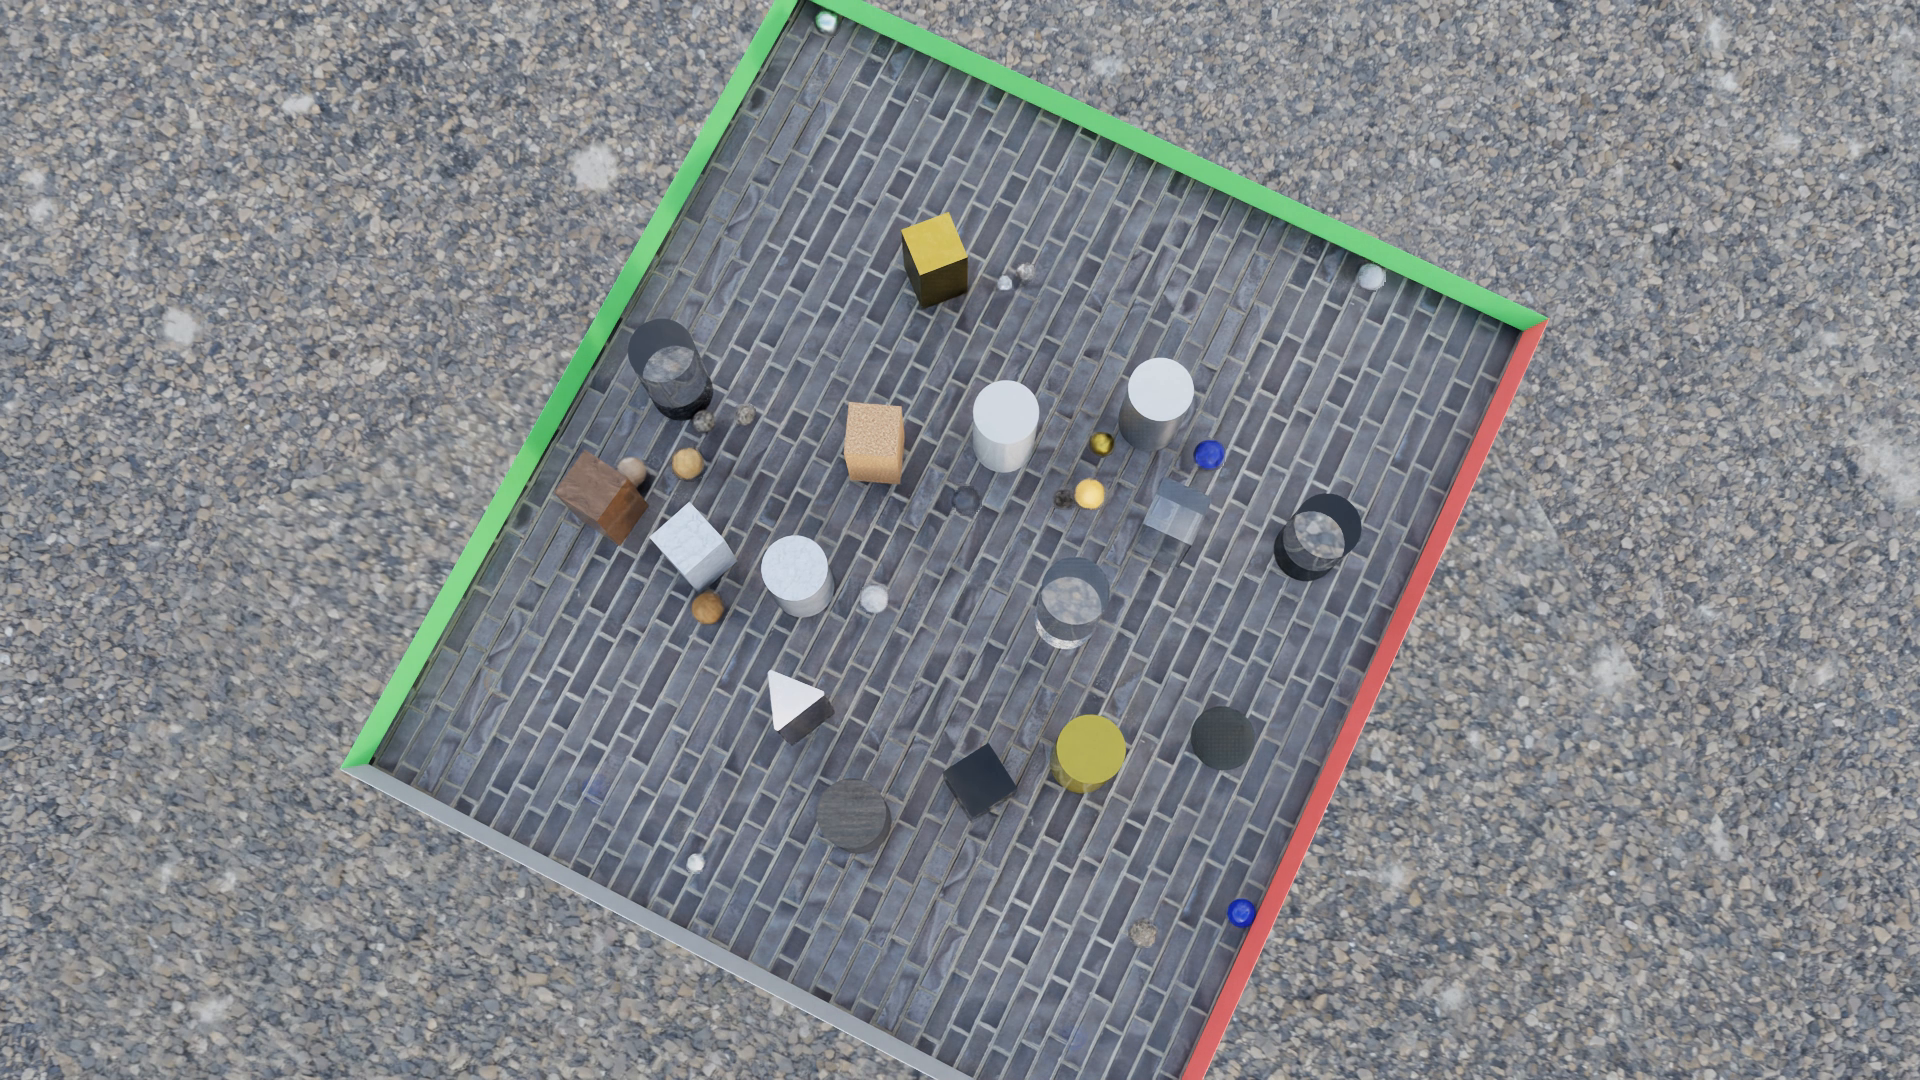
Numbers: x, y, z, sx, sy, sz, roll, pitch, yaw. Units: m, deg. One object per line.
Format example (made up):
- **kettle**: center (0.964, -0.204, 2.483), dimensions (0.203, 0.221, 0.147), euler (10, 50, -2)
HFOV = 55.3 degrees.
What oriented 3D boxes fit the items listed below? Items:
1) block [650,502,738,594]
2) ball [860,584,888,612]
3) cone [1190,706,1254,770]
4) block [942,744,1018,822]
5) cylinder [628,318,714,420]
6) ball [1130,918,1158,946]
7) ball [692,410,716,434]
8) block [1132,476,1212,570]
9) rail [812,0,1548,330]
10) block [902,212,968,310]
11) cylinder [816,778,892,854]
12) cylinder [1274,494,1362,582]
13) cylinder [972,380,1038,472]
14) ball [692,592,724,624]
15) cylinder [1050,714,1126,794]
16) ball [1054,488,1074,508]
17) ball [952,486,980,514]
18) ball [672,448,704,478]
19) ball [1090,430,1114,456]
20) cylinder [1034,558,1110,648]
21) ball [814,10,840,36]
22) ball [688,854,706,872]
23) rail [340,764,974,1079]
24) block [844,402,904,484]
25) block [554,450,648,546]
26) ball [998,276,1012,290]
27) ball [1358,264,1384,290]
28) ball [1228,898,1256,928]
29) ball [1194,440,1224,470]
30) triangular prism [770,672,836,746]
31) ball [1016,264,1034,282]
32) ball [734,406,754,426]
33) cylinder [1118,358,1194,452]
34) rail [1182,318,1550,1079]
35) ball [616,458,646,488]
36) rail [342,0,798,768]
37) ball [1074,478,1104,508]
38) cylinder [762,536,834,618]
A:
- **block**: center (-0.789, 0.028, 5.448), dimensions (0.154, 0.318, 0.154), euler (-42, 81, -8)
- **ball**: center (-0.258, 0.178, 5.537), dimensions (0.084, 0.084, 0.084), euler (0, 78, 0)
- **cone**: center (0.788, 0.554, 5.298), dimensions (0.192, 0.399, 0.192), euler (0, 78, 0)
- **block**: center (0.057, 0.708, 5.318), dimensions (0.154, 0.297, 0.154), euler (-32, 80, -6)
- **cylinder**: center (-0.865, -0.507, 5.508), dimensions (0.192, 0.417, 0.192), euler (0, 78, 0)
- **ball**: center (0.536, 1.143, 5.338), dimensions (0.081, 0.081, 0.081), euler (0, 78, 0)
- **ball**: center (-0.789, -0.366, 5.656), dimensions (0.072, 0.072, 0.072), euler (0, 78, 0)
- **block**: center (0.625, -0.047, 5.437), dimensions (0.154, 0.370, 0.154), euler (25, 79, 5)
- **rail**: center (0.628, -1.223, 5.805), dimensions (2.625, 0.125, 0.045), euler (26, 80, 5)
- **block**: center (-0.077, -0.854, 5.632), dimensions (0.154, 0.316, 0.154), euler (-21, 79, -4)
- **cylinder**: center (-0.300, 0.794, 5.248), dimensions (0.192, 0.400, 0.192), euler (0, 78, 0)
- **cylinder**: center (1.056, -0.004, 5.434), dimensions (0.192, 0.359, 0.192), euler (0, 78, 0)
- **cylinder**: center (0.134, -0.337, 5.508), dimensions (0.192, 0.350, 0.192), euler (0, 78, 0)
- **ball**: center (-0.759, 0.204, 5.525), dimensions (0.096, 0.096, 0.096), euler (0, 78, 0)
- **cylinder**: center (0.364, 0.621, 5.283), dimensions (0.192, 0.401, 0.192), euler (0, 78, 0)
- **ball**: center (0.318, -0.126, 5.612), dimensions (0.061, 0.061, 0.061), euler (0, 78, 0)
- **ball**: center (0.018, -0.122, 5.599), dimensions (0.084, 0.084, 0.084), euler (0, 78, 0)
- **ball**: center (-0.833, -0.235, 5.617), dimensions (0.095, 0.095, 0.095), euler (0, 78, 0)
- **ball**: center (0.436, -0.298, 5.639), dimensions (0.076, 0.076, 0.076), euler (0, 78, 0)
- **cylinder**: center (0.322, 0.189, 5.337), dimensions (0.192, 0.471, 0.192), euler (0, 78, 0)
- **ball**: center (-0.431, -1.671, 5.920), dimensions (0.083, 0.083, 0.083), euler (0, 78, 0)
- **ball**: center (-0.777, 0.948, 5.394), dimensions (0.052, 0.052, 0.052), euler (0, 78, 0)
- **rail**: center (-0.628, 1.236, 5.296), dimensions (2.625, 0.125, 0.045), euler (26, 80, 5)
- **block**: center (-0.254, -0.287, 5.502), dimensions (0.154, 0.340, 0.154), euler (5, 78, 1)
- **block**: center (-1.064, -0.121, 5.458), dimensions (0.154, 0.360, 0.154), euler (33, 80, 6)
- **ball**: center (0.140, -0.807, 5.761), dimensions (0.045, 0.045, 0.045), euler (0, 78, 0)
- **ball**: center (1.286, -0.827, 5.747), dimensions (0.080, 0.080, 0.080), euler (0, 78, 0)
- **ball**: center (0.822, 1.089, 5.348), dimensions (0.084, 0.084, 0.084), euler (0, 78, 0)
- **ball**: center (0.763, -0.262, 5.624), dimensions (0.091, 0.091, 0.091), euler (0, 78, 0)
- **triangular prism**: center (-0.485, 0.464, 5.287), dimensions (0.167, 0.458, 0.144), euler (-37, 81, -7)
- **ball**: center (0.205, -0.839, 5.762), dimensions (0.056, 0.056, 0.056), euler (0, 78, 0)
- **ball**: center (-0.667, -0.386, 5.665), dimensions (0.061, 0.061, 0.061), euler (0, 78, 0)
- **cylinder**: center (0.587, -0.405, 5.522), dimensions (0.192, 0.349, 0.192), euler (0, 78, 0)
- **rail**: center (1.153, 0.571, 5.434), dimensions (0.045, 0.125, 2.854), euler (26, 80, 5)
- **ball**: center (-1.006, -0.206, 5.612), dimensions (0.093, 0.093, 0.093), euler (0, 78, 0)
- **rail**: center (-1.153, -0.558, 5.667), dimensions (0.045, 0.125, 2.854), euler (26, 80, 5)
- **ball**: center (0.396, -0.142, 5.599), dimensions (0.092, 0.092, 0.092), euler (0, 78, 0)
- **cylinder**: center (-0.478, 0.111, 5.441), dimensions (0.192, 0.299, 0.192), euler (0, 78, 0)
